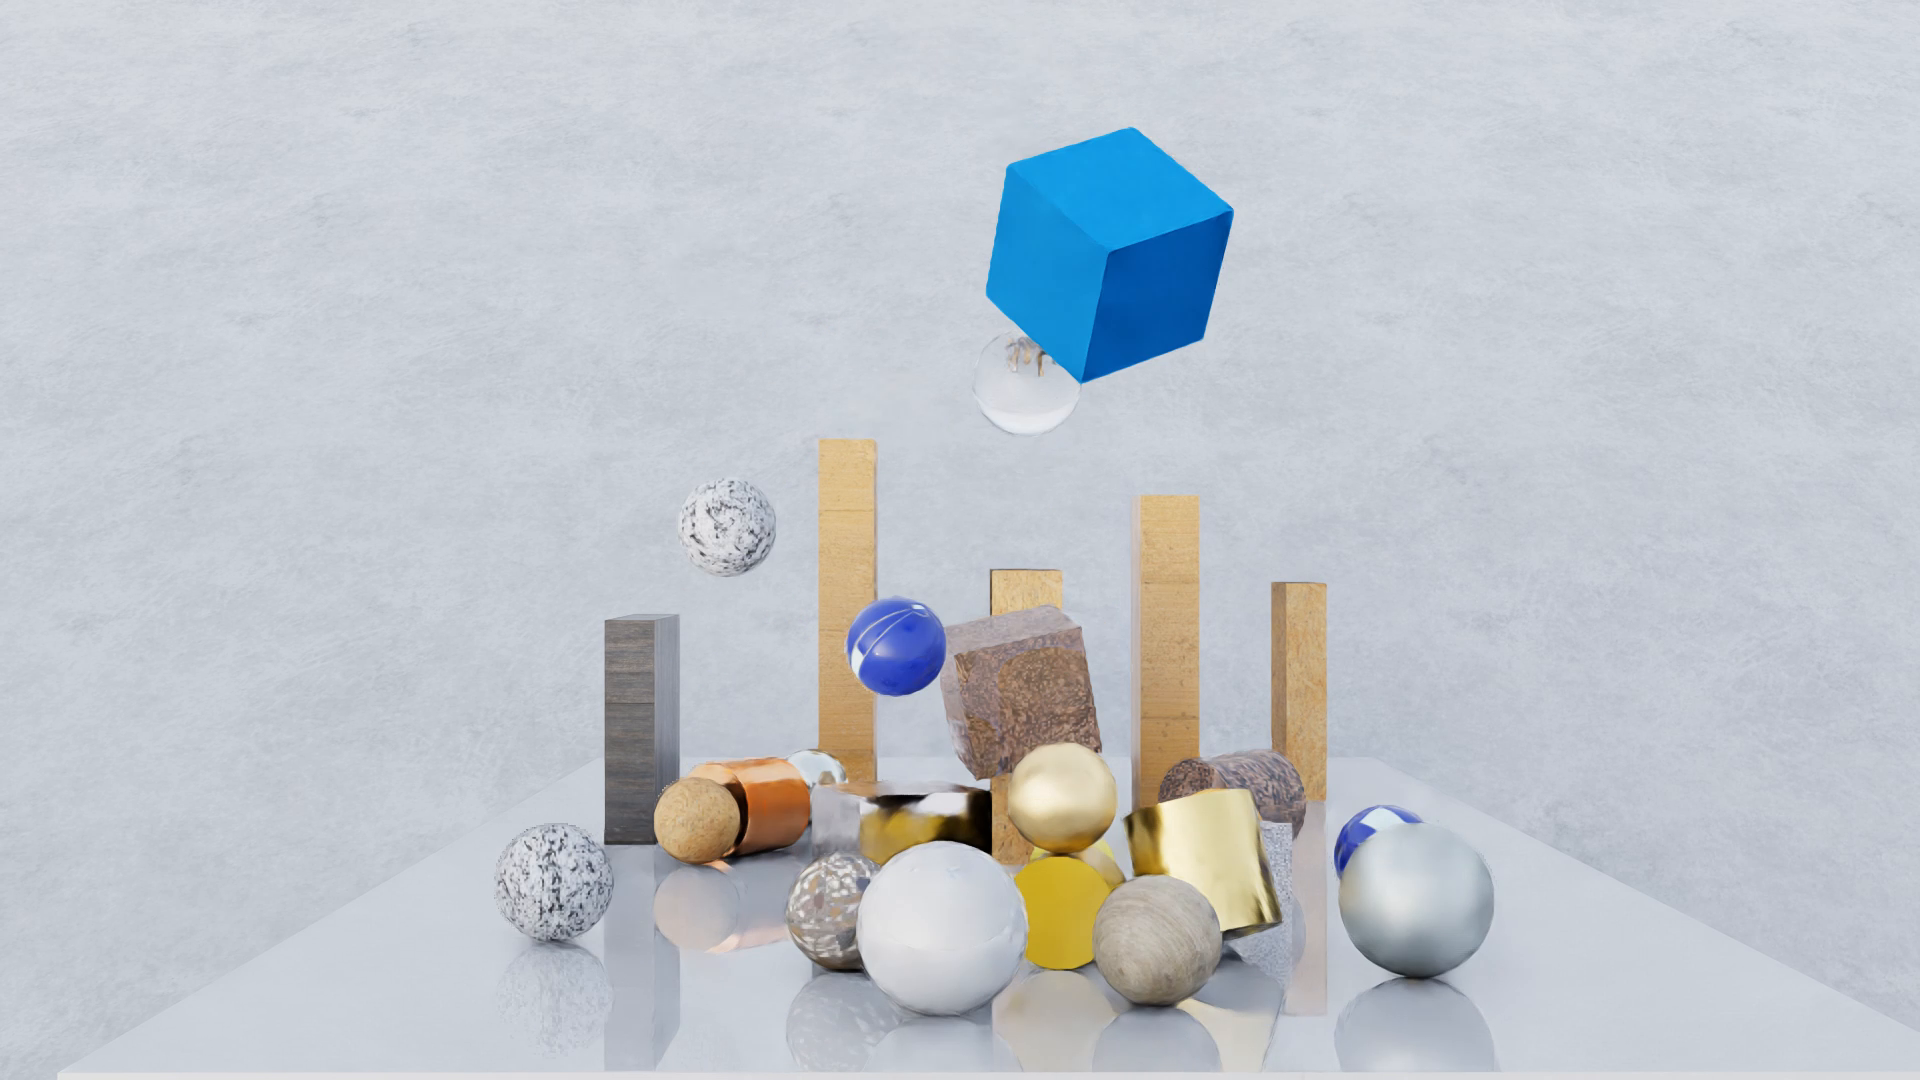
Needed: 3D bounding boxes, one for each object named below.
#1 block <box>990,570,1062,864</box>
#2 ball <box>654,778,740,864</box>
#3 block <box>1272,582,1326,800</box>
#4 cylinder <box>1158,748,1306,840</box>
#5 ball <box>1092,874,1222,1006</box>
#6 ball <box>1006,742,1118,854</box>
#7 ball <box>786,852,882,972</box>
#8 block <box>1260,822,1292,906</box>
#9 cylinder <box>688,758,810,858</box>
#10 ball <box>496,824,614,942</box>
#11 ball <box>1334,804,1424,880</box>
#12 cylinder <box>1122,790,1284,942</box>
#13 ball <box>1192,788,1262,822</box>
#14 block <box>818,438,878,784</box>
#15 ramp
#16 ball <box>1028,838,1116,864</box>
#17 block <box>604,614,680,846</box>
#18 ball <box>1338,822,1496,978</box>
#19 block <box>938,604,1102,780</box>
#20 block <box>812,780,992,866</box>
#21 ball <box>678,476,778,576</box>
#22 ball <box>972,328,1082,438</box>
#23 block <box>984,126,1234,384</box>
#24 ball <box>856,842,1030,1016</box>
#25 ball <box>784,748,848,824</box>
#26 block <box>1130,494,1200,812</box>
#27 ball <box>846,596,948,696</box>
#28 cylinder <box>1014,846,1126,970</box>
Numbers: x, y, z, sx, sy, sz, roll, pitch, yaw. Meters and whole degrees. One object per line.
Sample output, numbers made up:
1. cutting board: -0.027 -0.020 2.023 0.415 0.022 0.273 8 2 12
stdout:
1. block: 0.116 0.304 4.623 0.119 0.501 0.401 0 0 0
2. ball: -0.450 0.480 4.428 0.149 0.149 0.149 0 30 0
3. block: 0.743 0.326 5.680 0.087 0.464 0.269 0 0 0
4. cylinder: 0.458 0.447 4.359 0.176 0.176 0.176 -4 26 -42
5. ball: 0.233 0.473 3.060 0.154 0.154 0.154 0 30 0
6. ball: 0.133 0.333 3.350 0.144 0.144 0.144 0 30 0
7. ball: -0.148 0.476 3.314 0.150 0.150 0.150 0 30 0
8. block: 0.422 0.491 3.915 0.122 0.122 0.122 0 0 31
9. cylinder: -0.381 0.472 4.572 0.165 0.165 0.165 23 14 34
10. ball: -0.557 0.472 3.558 0.160 0.160 0.160 0 30 0
11. ball: 0.576 0.429 3.494 0.142 0.142 0.142 0 30 0
12. cylinder: 0.321 0.439 3.428 0.178 0.178 0.178 -8 75 -14
13. ball: 0.411 0.475 4.143 0.155 0.155 0.155 0 30 0
14. block: -0.238 0.173 5.546 0.114 0.768 0.294 0 0 0
15. ramp: 0.068 0.605 4.670 2.000 0.100 4.000 0 0 0
16. ball: 0.166 0.487 3.833 0.130 0.130 0.130 0 30 0
17. block: -0.601 0.351 4.921 0.091 0.410 0.427 0 0 0
18. ball: 0.575 0.453 3.263 0.195 0.195 0.195 0 30 0
19. block: 0.083 0.226 3.909 0.194 0.194 0.194 -12 11 -9
20. block: -0.085 0.453 3.690 0.199 0.199 0.199 0 0 -23
21. ball: -0.275 -0.016 3.056 0.118 0.118 0.118 0 30 0
22. ball: 0.082 -0.193 3.159 0.134 0.134 0.134 0 30 0
23. block: 0.166 -0.323 2.923 0.181 0.181 0.181 -22 50 -31
24. ball: -0.020 0.450 2.997 0.201 0.201 0.201 0 30 0
25. ball: -0.293 0.482 5.060 0.148 0.148 0.148 0 30 0
26. block: 0.386 0.236 4.897 0.108 0.638 0.264 0 0 0
27. ball: -0.081 0.136 3.330 0.130 0.130 0.130 0 30 0
28. cylinder: 0.141 0.478 3.387 0.146 0.146 0.146 6 1 11
